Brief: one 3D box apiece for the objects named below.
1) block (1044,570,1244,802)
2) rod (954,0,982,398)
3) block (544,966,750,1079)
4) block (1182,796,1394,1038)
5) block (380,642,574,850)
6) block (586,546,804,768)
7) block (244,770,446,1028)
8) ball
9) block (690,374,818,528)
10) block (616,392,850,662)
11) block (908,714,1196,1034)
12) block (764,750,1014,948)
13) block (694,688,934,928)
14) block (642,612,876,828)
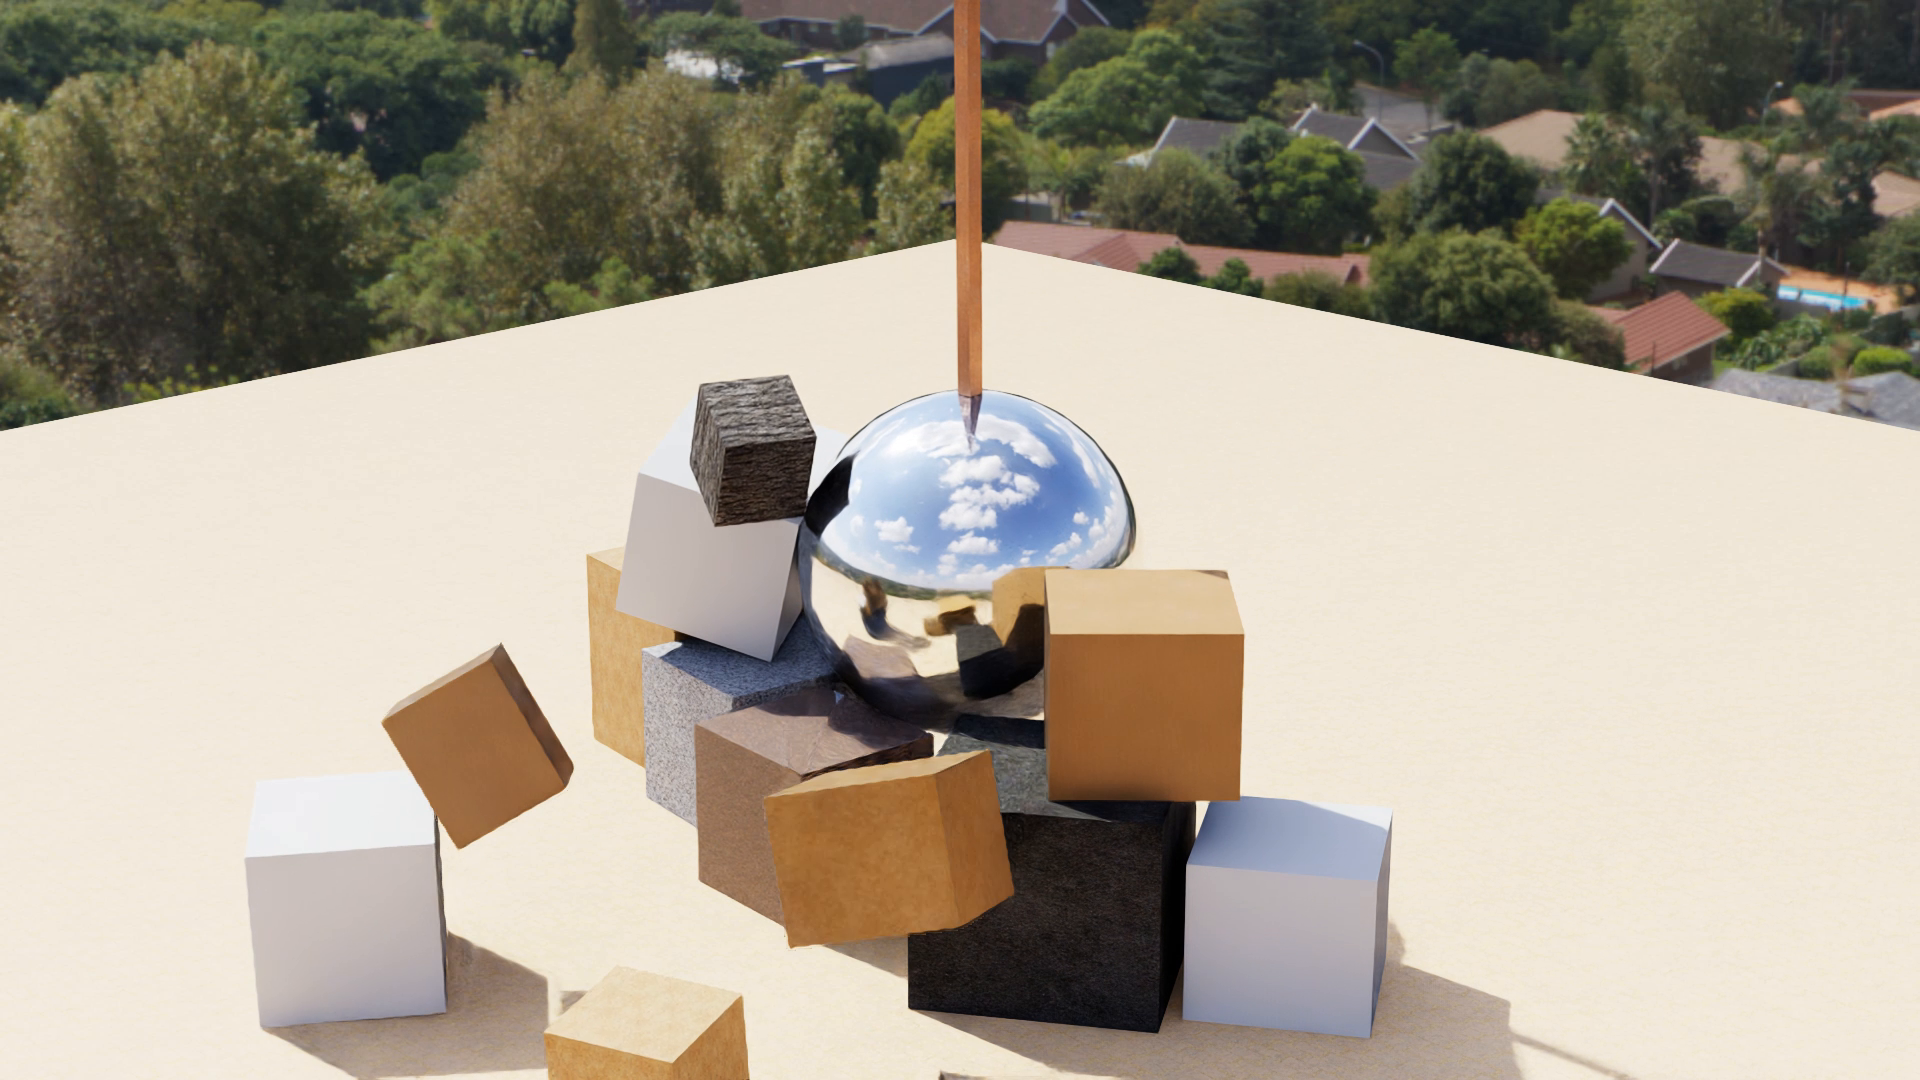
[{"bbox_3d":[0.749,0.594,12.195,0.775,0.720,0.827,0,17,0],"label":"block"},{"bbox_3d":[0.023,-3.130,12.382,0.080,5.200,0.080,17,25,42],"label":"rod"},{"bbox_3d":[-1.159,2.004,10.968,0.550,0.551,0.509,8,25,25],"label":"block"},{"bbox_3d":[1.375,1.554,12.242,0.768,0.694,0.774,4,18,12],"label":"block"},{"bbox_3d":[-1.997,0.852,12.198,0.511,0.616,0.524,-30,6,0],"label":"block"},{"bbox_3d":[-1.293,0.572,14.860,0.852,0.997,0.845,-13,21,-35],"label":"block"},{"bbox_3d":[-2.566,1.490,12.326,0.751,0.757,0.832,-4,18,-9],"label":"block"},{"bbox_3d":[0.053,0.105,13.430,1.600,1.600,1.600,0,17,0],"label":"ball"},{"bbox_3d":[-0.949,-0.409,13.383,0.427,0.491,0.436,-7,46,-20],"label":"block"},{"bbox_3d":[-1.077,-0.082,14.052,0.792,0.801,0.858,18,34,7],"label":"block"},{"bbox_3d":[0.407,1.387,12.402,1.046,0.917,1.045,4,18,12],"label":"block"},{"bbox_3d":[-0.266,1.187,11.350,0.694,0.579,0.693,-9,1,18],"label":"block"},{"bbox_3d":[-0.654,1.211,13.206,0.734,0.770,0.801,-14,22,-38],"label":"block"},{"bbox_3d":[-0.909,0.909,14.169,0.943,0.770,0.828,-12,21,-34],"label":"block"}]
